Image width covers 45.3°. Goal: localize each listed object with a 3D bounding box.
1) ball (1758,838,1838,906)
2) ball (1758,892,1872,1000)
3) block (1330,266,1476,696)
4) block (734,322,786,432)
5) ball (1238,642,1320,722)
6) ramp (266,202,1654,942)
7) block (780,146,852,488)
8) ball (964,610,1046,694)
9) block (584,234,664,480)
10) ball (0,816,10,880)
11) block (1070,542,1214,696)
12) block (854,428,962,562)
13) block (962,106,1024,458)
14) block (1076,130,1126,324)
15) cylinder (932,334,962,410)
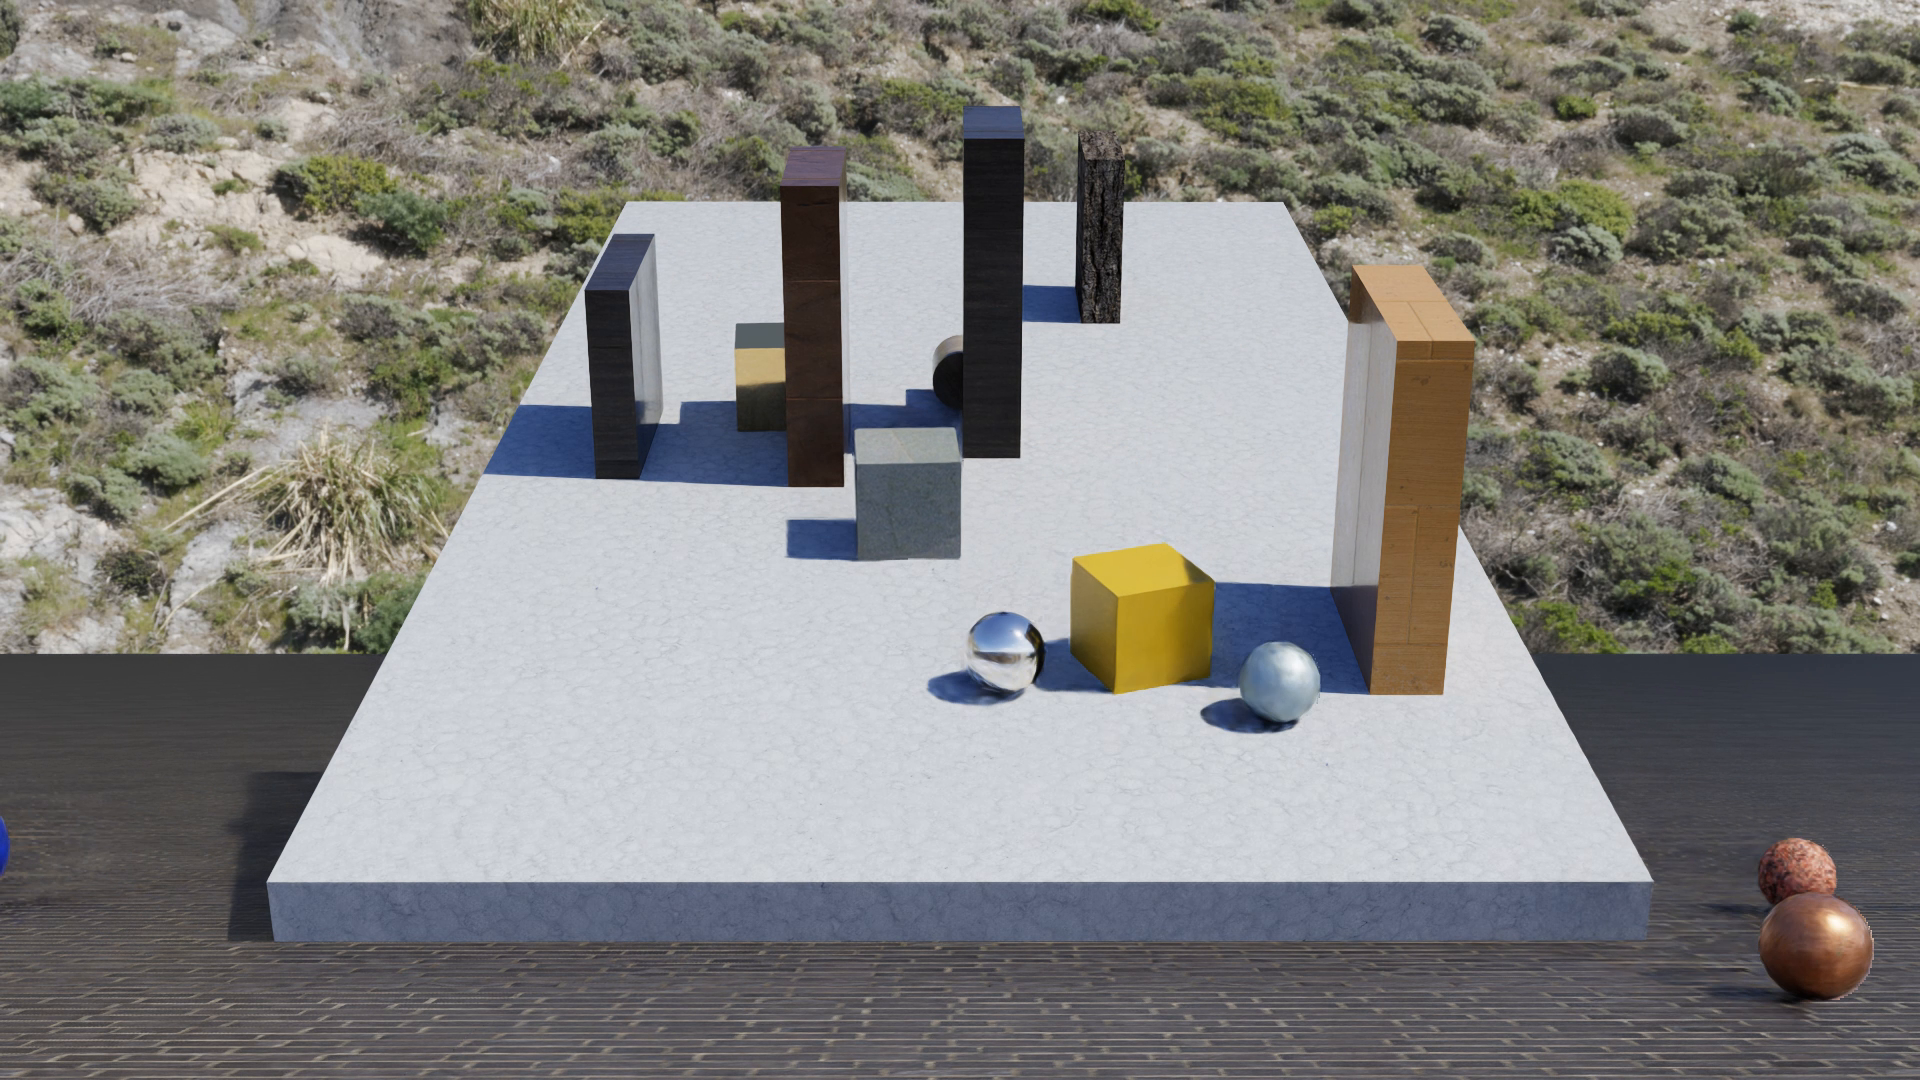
[{"bbox_3d":[1.349,0.541,3.710,0.121,0.121,0.121,0,-3,0],"label":"ball"},{"bbox_3d":[1.041,0.494,2.802,0.130,0.130,0.130,0,-3,0],"label":"ball"},{"bbox_3d":[0.753,-0.111,3.970,0.124,0.624,0.443,0,22,0],"label":"block"},{"bbox_3d":[-0.403,-0.367,5.152,0.192,0.192,0.192,-2,22,-4],"label":"block"},{"bbox_3d":[0.524,0.232,3.779,0.133,0.133,0.133,0,-3,0],"label":"ball"},{"bbox_3d":[-0.007,-0.223,5.187,2.000,0.100,4.000,0,22,0],"label":"ramp"},{"bbox_3d":[-0.298,-0.470,4.820,0.116,0.636,0.350,0,22,0],"label":"block"},{"bbox_3d":[0.075,0.189,3.875,0.139,0.139,0.139,0,-3,0],"label":"ball"},{"bbox_3d":[-0.718,-0.402,4.949,0.091,0.410,0.445,0,22,0],"label":"block"},{"bbox_3d":[-1.644,0.501,3.722,0.201,0.201,0.201,0,-3,0],"label":"ball"},{"bbox_3d":[0.311,0.133,3.956,0.181,0.181,0.181,-9,24,-21],"label":"block"},{"bbox_3d":[-0.103,-0.091,4.474,0.199,0.199,0.199,-1,22,-3],"label":"block"},{"bbox_3d":[0.068,-0.556,4.957,0.124,0.693,0.320,0,22,0],"label":"block"},{"bbox_3d":[0.358,-0.808,5.923,0.099,0.423,0.329,0,22,0],"label":"block"},{"bbox_3d":[0.004,-0.385,5.273,0.135,0.135,0.135,0,22,-1],"label":"cylinder"}]
